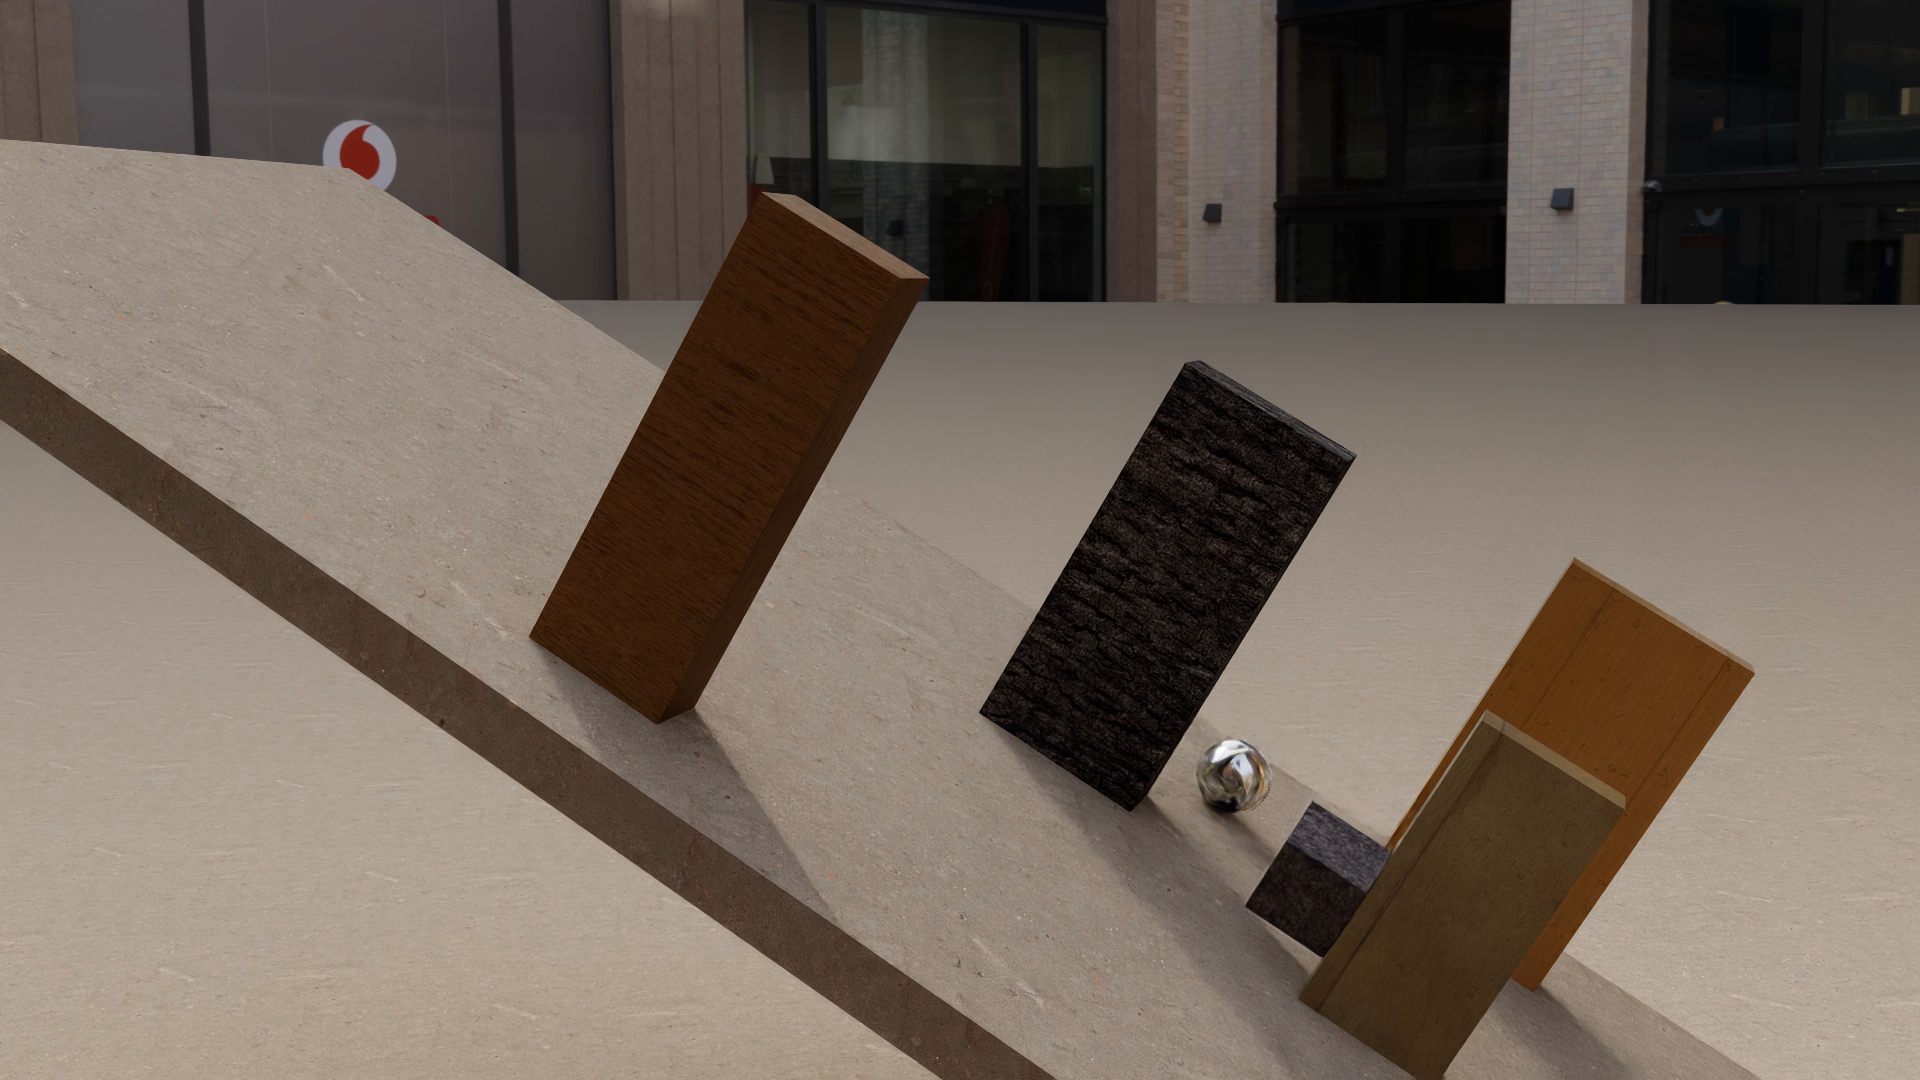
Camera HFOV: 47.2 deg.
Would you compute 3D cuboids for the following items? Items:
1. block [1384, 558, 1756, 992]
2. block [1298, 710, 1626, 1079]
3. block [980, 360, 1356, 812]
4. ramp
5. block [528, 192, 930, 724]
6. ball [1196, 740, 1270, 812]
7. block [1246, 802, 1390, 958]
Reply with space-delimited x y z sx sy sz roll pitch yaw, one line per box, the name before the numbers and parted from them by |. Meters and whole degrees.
block | 1.191 0.473 4.414 0.401 0.780 0.095 33 15 11
block | 0.839 0.604 3.695 0.265 0.580 0.099 33 15 11
block | 0.389 0.087 4.162 0.346 0.781 0.147 33 15 11
ramp | -0.180 0.296 4.126 4.000 0.100 2.000 33 15 11
block | -0.361 -0.123 3.395 0.252 0.794 0.143 33 15 11
ball | 0.550 0.476 4.435 0.146 0.146 0.146 0 7 0
block | 0.620 0.588 3.815 0.159 0.159 0.159 33 29 11
